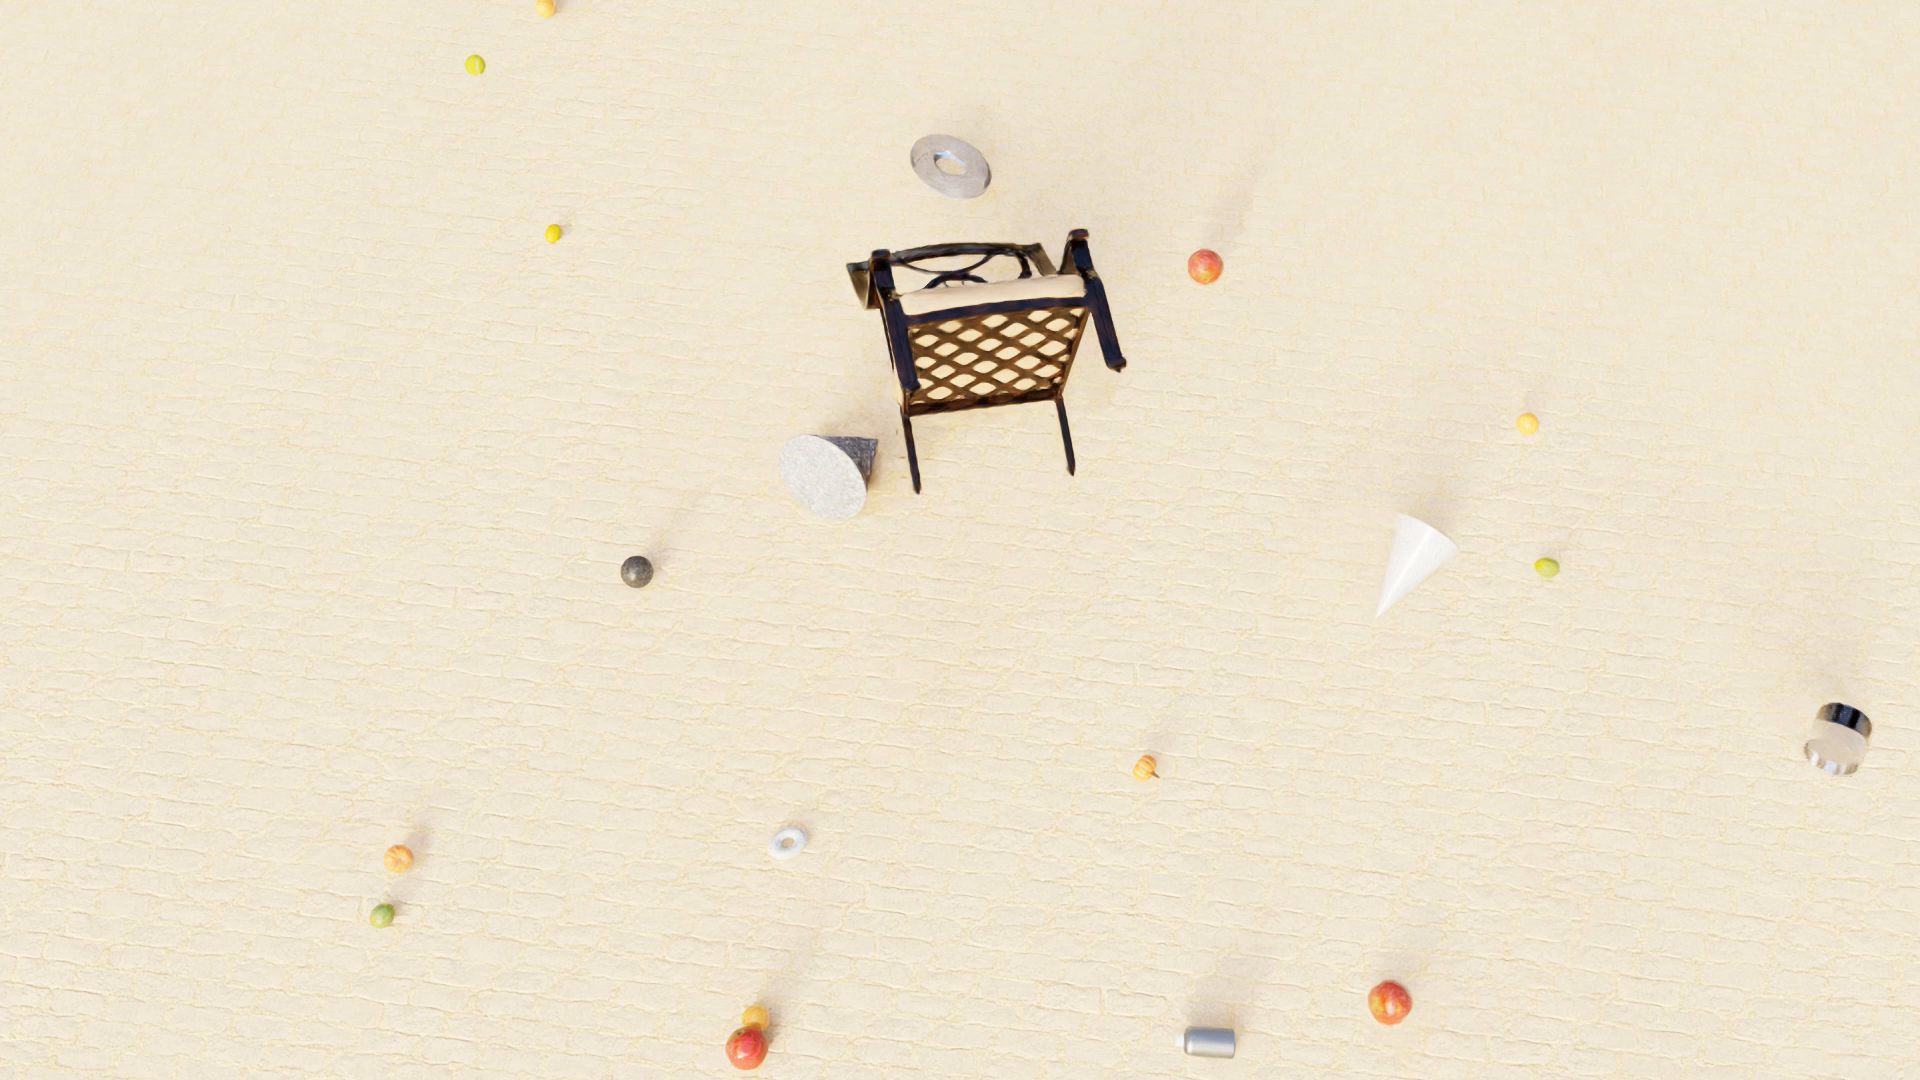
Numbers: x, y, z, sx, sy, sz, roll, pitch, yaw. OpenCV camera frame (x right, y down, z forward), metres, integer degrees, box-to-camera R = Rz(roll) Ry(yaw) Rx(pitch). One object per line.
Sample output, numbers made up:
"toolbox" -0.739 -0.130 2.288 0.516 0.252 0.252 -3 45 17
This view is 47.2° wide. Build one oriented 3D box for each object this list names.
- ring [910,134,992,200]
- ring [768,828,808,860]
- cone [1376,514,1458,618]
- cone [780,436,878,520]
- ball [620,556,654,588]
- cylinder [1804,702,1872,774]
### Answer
"ring" -0.033 -1.254 7.378 0.226 0.063 0.323 -39 65 -22
"ring" -0.470 0.827 6.002 0.116 0.029 0.089 -28 60 -18
"cone" 1.289 0.106 6.423 0.203 0.300 0.294 32 89 12
"cone" -0.331 -0.250 6.669 0.315 0.261 0.309 28 38 20
"ball" -0.948 0.094 6.452 0.098 0.098 0.098 0 56 0
"cylinder" 2.420 0.549 6.062 0.149 0.224 0.112 20 69 26
